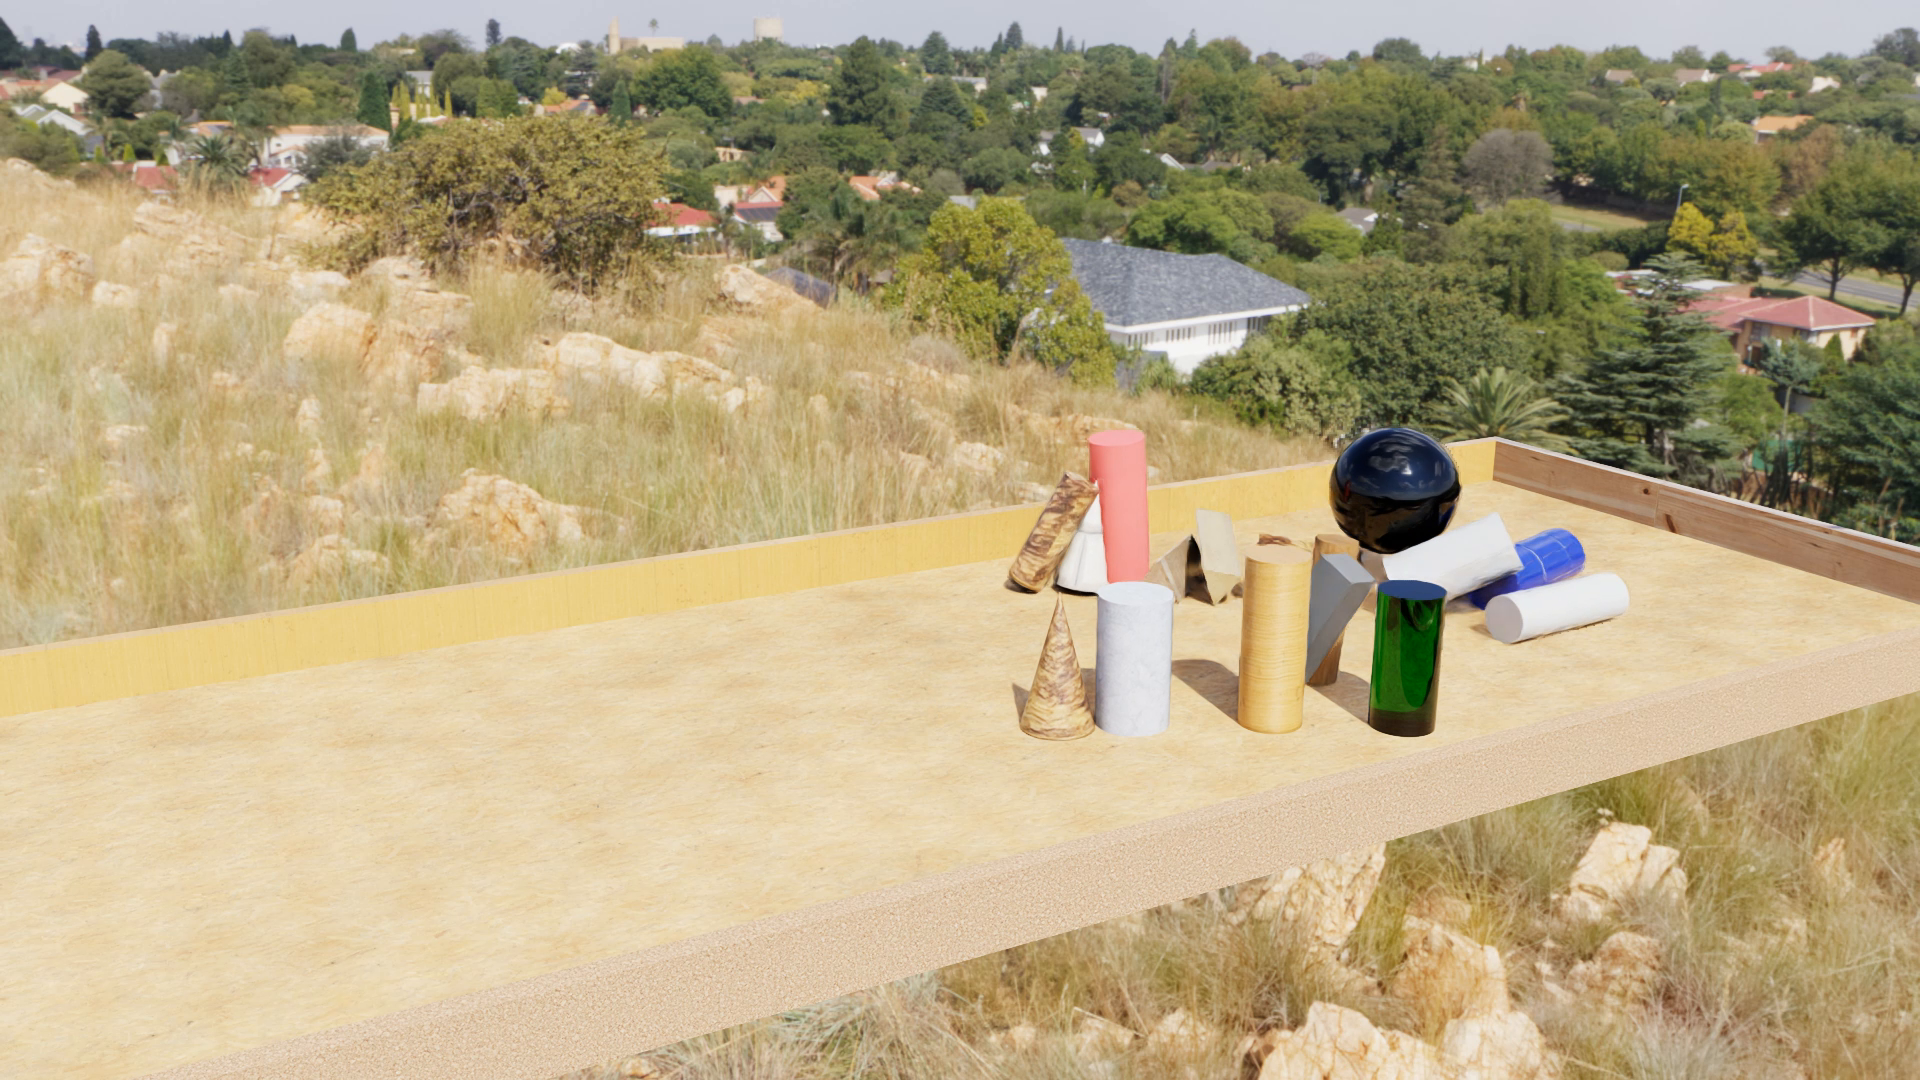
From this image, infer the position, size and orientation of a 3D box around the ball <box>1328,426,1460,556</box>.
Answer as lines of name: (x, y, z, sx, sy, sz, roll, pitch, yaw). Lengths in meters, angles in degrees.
ball: (1.259, -0.142, 4.786, 0.373, 0.373, 0.373, 0, 16, 0)

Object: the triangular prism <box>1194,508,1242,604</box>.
triangular prism: (0.743, 0.023, 4.888, 0.097, 0.112, 0.456, 39, 21, -12)

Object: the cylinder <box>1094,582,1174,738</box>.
cylinder: (0.405, 0.276, 3.845, 0.175, 0.321, 0.175, 0, 16, 0)

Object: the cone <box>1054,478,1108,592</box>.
cone: (0.378, -0.023, 4.828, 0.162, 0.321, 0.162, 7, 12, -1)

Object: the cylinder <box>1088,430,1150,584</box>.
cylinder: (0.473, -0.098, 4.896, 0.166, 0.431, 0.166, -4, 20, 2)

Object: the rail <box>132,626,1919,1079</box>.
rail: (-2.336, 1.006, 1.665, 12.000, 0.150, 0.050, -9, 18, -27)

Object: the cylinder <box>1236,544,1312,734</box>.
cylinder: (0.730, 0.231, 3.836, 0.152, 0.413, 0.152, 0, 16, 0)

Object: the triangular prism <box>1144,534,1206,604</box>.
triangular prism: (0.629, 0.078, 4.870, 0.135, 0.117, 0.329, 7, 18, 24)

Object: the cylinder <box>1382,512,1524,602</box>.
cylinder: (1.366, 0.068, 4.569, 0.335, 0.176, 0.176, -25, 9, 19)

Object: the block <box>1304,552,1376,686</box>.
block: (0.856, 0.203, 4.005, 0.105, 0.351, 0.105, -4, 41, -43)

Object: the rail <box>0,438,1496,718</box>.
rail: (-3.305, 0.497, 3.399, 12.000, 0.150, 0.050, -9, 18, -27)

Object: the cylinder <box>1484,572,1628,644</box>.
cylinder: (1.631, 0.183, 4.501, 0.417, 0.131, 0.131, -9, 19, -29)

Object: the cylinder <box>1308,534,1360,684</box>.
cylinder: (0.913, 0.172, 4.113, 0.107, 0.361, 0.107, 6, 15, -2)

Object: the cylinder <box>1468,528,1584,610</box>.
cylinder: (1.639, 0.085, 4.779, 0.162, 0.162, 0.410, 16, 23, 43)

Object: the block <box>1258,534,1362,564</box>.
block: (1.005, 0.062, 4.751, 0.355, 0.111, 0.111, 8, 1, -43)

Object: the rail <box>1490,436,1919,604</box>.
rail: (2.466, -0.048, 5.253, 0.050, 0.150, 2.100, -9, 18, -27)

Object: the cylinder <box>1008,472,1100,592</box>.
cylinder: (0.273, -0.024, 4.802, 0.113, 0.345, 0.113, 27, 16, -9)

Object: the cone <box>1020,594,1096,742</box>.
cone: (0.228, 0.278, 3.821, 0.177, 0.333, 0.177, 0, 16, 0)

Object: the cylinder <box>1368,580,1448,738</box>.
cylinder: (1.038, 0.274, 3.832, 0.155, 0.333, 0.155, 0, 16, 0)
